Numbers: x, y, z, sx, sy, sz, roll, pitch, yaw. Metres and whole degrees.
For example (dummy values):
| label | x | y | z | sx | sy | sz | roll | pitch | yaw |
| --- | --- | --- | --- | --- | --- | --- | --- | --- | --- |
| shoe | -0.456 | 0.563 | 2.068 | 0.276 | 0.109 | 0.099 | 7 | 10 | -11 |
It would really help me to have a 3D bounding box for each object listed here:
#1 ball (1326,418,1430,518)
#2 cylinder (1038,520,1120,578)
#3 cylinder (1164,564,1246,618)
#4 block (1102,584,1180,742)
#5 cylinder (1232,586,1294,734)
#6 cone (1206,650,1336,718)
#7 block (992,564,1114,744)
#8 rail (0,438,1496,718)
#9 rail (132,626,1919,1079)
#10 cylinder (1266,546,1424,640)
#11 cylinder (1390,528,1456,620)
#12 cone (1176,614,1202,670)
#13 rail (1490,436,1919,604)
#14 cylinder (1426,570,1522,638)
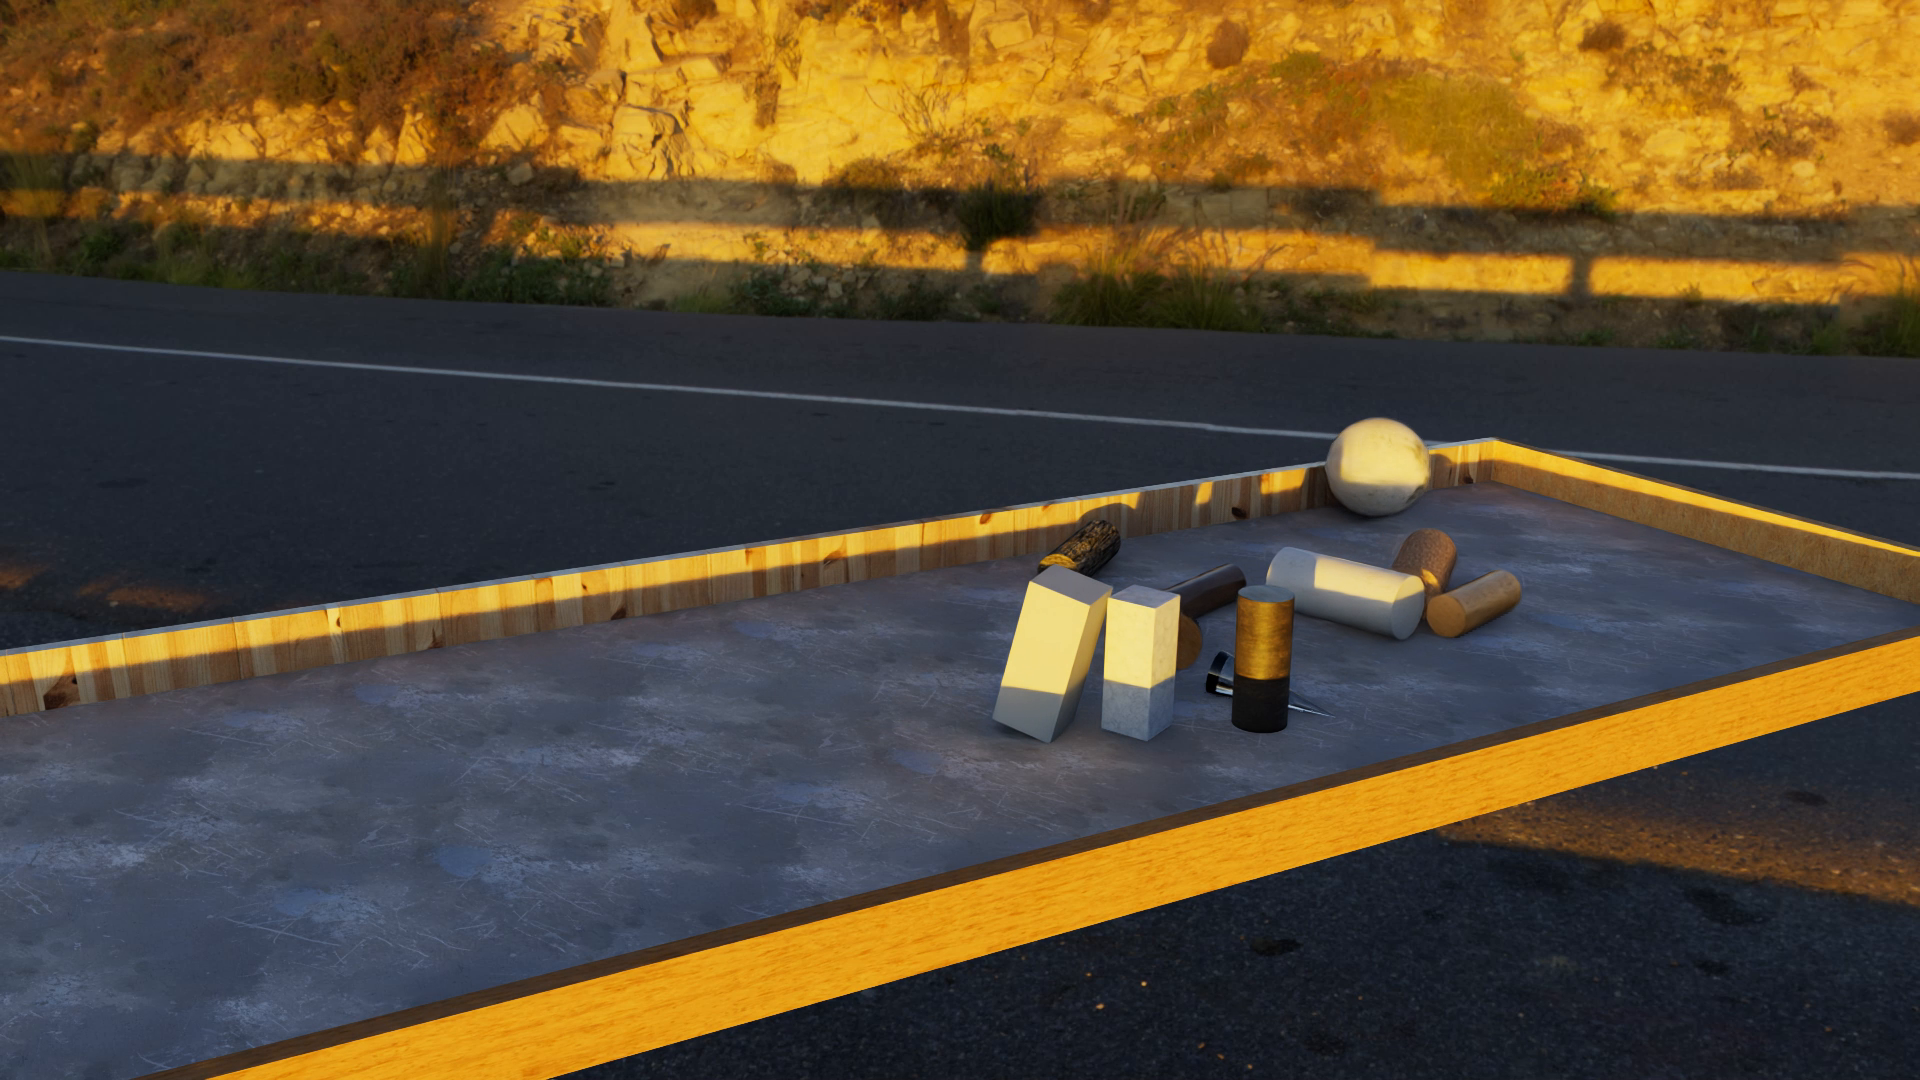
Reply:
| label | x | y | z | sx | sy | sz | roll | pitch | yaw |
| --- | --- | --- | --- | --- | --- | --- | --- | --- | --- |
| ball | 1.413 | -0.246 | 5.587 | 0.340 | 0.340 | 0.340 | 0 | 16 | 0 |
| cylinder | 0.360 | 0.052 | 4.945 | 0.132 | 0.132 | 0.398 | 7 | 18 | 21 |
| cylinder | 0.654 | 0.161 | 4.623 | 0.104 | 0.104 | 0.397 | 14 | 21 | 39 |
| block | 0.418 | 0.282 | 3.817 | 0.122 | 0.322 | 0.122 | 13 | 21 | 33 |
| cylinder | 0.706 | 0.277 | 3.845 | 0.130 | 0.320 | 0.130 | 0 | 16 | 0 |
| cone | 0.763 | 0.372 | 3.988 | 0.317 | 0.113 | 0.113 | 20 | 24 | 26 |
| block | 0.212 | 0.260 | 3.789 | 0.150 | 0.357 | 0.150 | 22 | 23 | 19 |
| rail | -3.305 | 0.497 | 3.399 | 12.000 | 0.150 | 0.050 | -9 | 18 | -27 |
| rail | -2.336 | 1.006 | 1.665 | 12.000 | 0.150 | 0.050 | -9 | 18 | -27 |
| cylinder | 1.060 | 0.143 | 4.552 | 0.393 | 0.177 | 0.177 | 15 | 22 | 42 |
| cylinder | 1.324 | 0.096 | 4.744 | 0.161 | 0.161 | 0.401 | 6 | 18 | 21 |
| cone | 0.576 | 0.247 | 4.382 | 0.150 | 0.150 | 0.347 | 3 | 4 | 11 |
| rail | 2.466 | -0.048 | 5.253 | 0.050 | 0.150 | 2.100 | -9 | 18 | -27 |
| cylinder | 1.422 | 0.173 | 4.558 | 0.117 | 0.117 | 0.320 | 15 | 22 | 42 |
